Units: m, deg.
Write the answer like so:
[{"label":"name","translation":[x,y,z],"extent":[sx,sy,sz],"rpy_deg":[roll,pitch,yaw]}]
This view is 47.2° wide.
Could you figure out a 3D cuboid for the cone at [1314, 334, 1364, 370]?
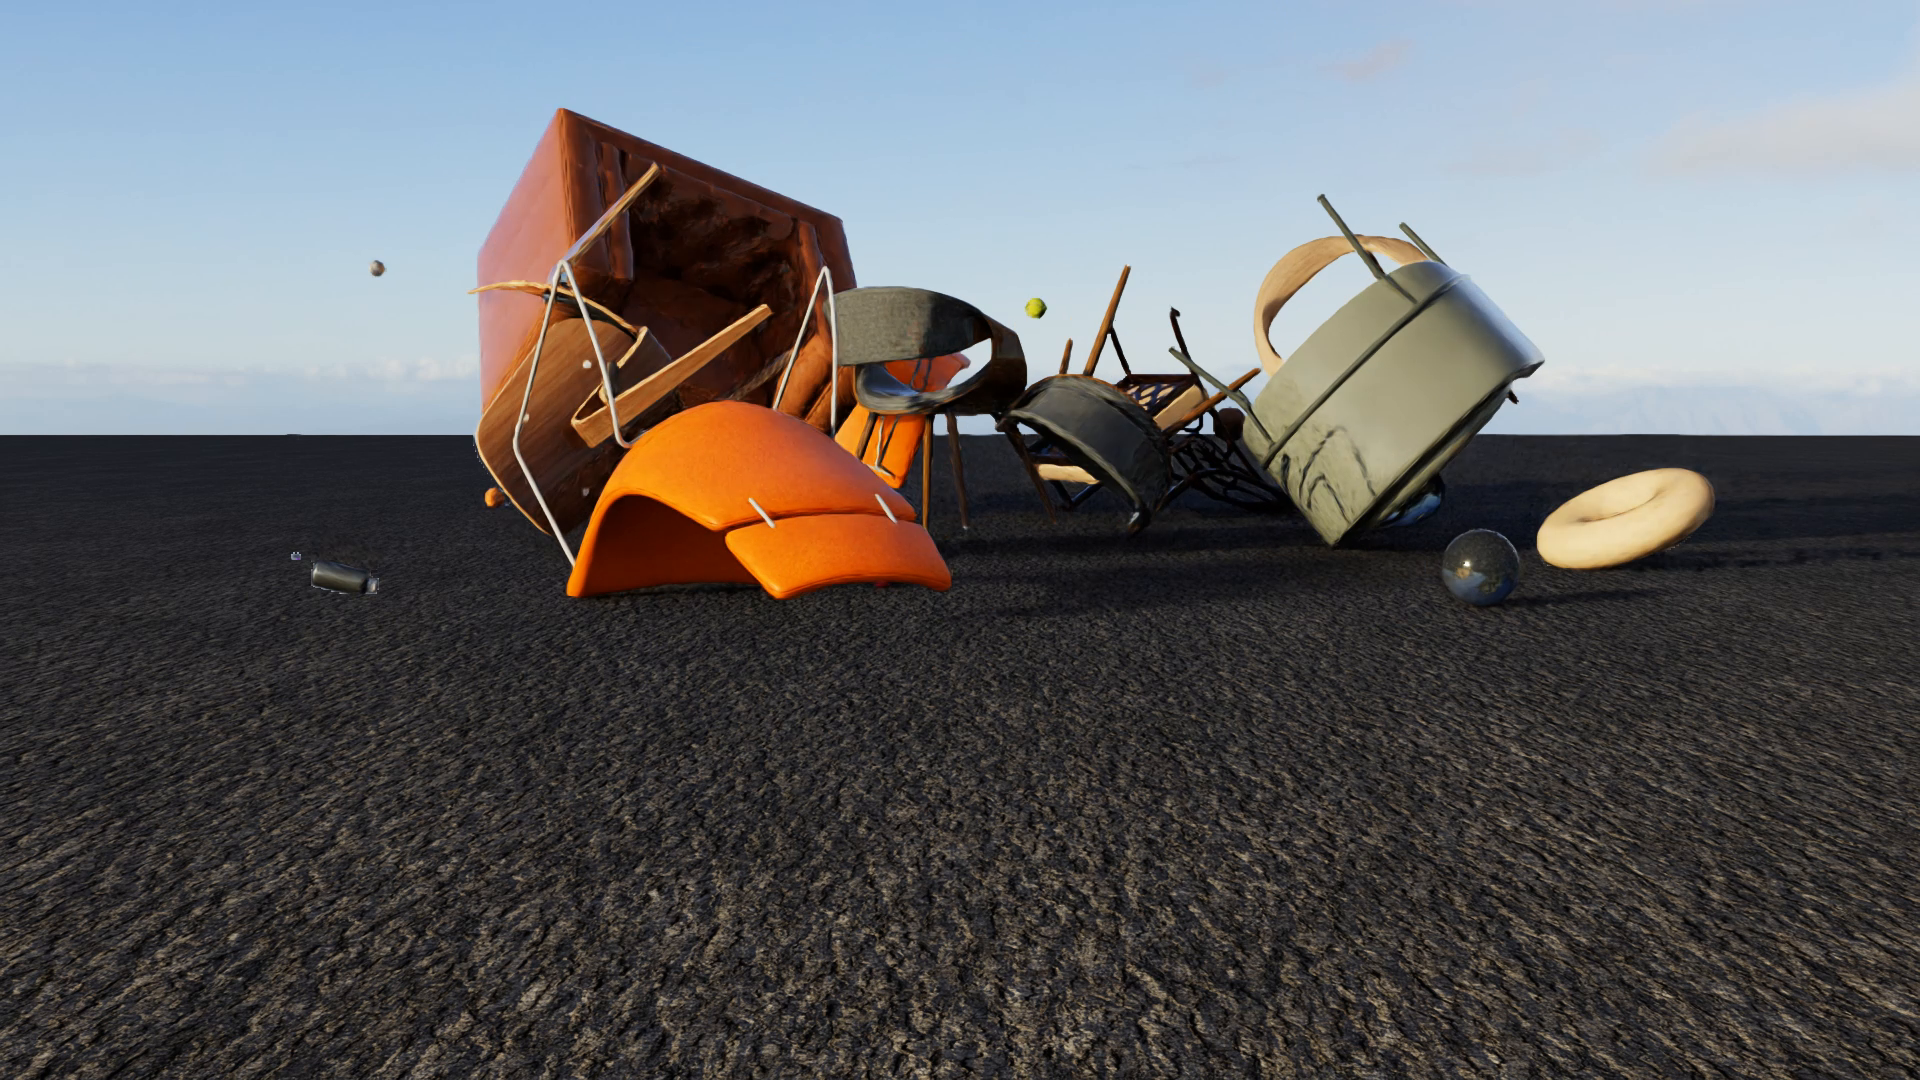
[{"label":"cone","translation":[1.409,-0.667,8.133],"extent":[0.183,0.161,0.092],"rpy_deg":[6,40,-5]}]

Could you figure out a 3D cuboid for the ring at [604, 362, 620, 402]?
[{"label":"ring","translation":[-0.773,-0.351,4.877],"extent":[0.025,0.091,0.102],"rpy_deg":[2,6,-1]}]

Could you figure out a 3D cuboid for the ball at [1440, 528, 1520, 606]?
[{"label":"ball","translation":[1.076,0.057,4.548],"extent":[0.160,0.160,0.160],"rpy_deg":[0,4,0]}]

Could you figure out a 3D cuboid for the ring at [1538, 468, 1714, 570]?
[{"label":"ring","translation":[1.671,-0.052,5.529],"extent":[0.465,0.119,0.403],"rpy_deg":[-15,17,43]}]

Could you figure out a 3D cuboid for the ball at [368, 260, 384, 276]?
[{"label":"ball","translation":[-1.902,-0.886,7.168],"extent":[0.051,0.051,0.051],"rpy_deg":[0,4,0]}]

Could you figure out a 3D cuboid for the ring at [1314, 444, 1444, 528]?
[{"label":"ring","translation":[1.363,-0.176,7.150],"extent":[0.448,0.279,0.116],"rpy_deg":[8,16,-8]}]

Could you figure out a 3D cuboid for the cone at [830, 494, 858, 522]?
[{"label":"cone","translation":[-0.402,-0.105,7.314],"extent":[0.105,0.090,0.156],"rpy_deg":[29,4,8]}]
